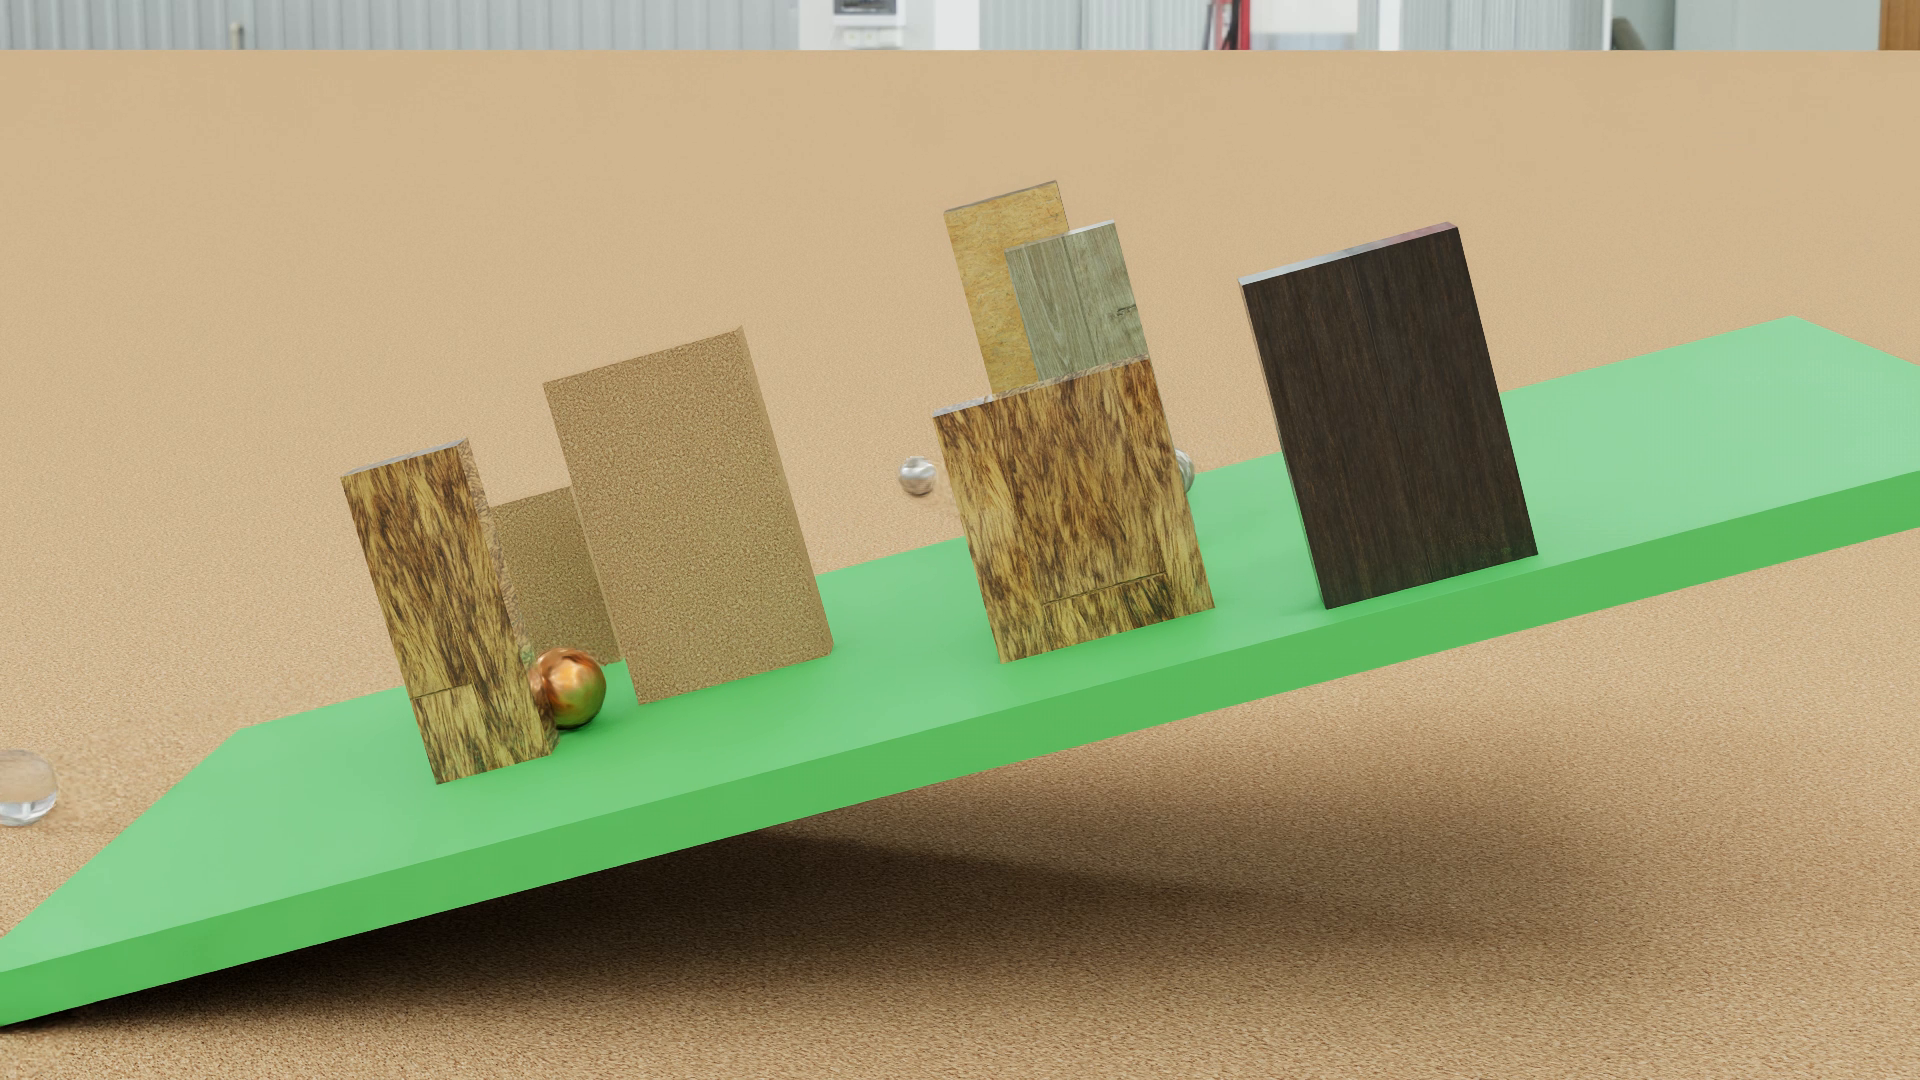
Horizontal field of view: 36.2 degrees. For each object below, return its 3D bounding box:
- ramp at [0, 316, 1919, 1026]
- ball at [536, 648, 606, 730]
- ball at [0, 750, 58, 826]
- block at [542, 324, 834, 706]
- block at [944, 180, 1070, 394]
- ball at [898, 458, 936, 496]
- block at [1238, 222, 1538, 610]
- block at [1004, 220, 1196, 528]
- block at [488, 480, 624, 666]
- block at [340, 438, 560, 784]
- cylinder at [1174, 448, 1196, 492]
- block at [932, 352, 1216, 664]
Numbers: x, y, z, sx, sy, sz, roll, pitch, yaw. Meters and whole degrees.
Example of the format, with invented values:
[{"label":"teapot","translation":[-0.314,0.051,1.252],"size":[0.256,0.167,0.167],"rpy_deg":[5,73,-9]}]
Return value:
[{"label":"ramp","translation":[0.082,0.190,6.328],"size":[4.000,0.100,2.000],"rpy_deg":[-15,9,4]},{"label":"ball","translation":[-0.841,0.316,6.250],"size":[0.177,0.177,0.177],"rpy_deg":[0,10,0]},{"label":"ball","translation":[-2.215,0.583,6.911],"size":[0.181,0.181,0.181],"rpy_deg":[0,10,0]},{"label":"block","translation":[-0.577,-0.052,6.299],"size":[0.427,0.721,0.119],"rpy_deg":[-15,9,4]},{"label":"block","translation":[0.200,-0.428,6.981],"size":[0.273,0.799,0.139],"rpy_deg":[-15,9,4]},{"label":"ball","translation":[-0.167,-0.249,11.648],"size":[0.150,0.150,0.150],"rpy_deg":[0,10,0]},{"label":"block","translation":[0.785,-0.229,5.411],"size":[0.399,0.619,0.140],"rpy_deg":[-15,9,4]},{"label":"block","translation":[0.313,-0.338,6.563],"size":[0.251,0.705,0.115],"rpy_deg":[-15,9,4]},{"label":"block","translation":[-0.999,0.110,6.935],"size":[0.312,0.431,0.104],"rpy_deg":[-15,9,4]},{"label":"block","translation":[-1.049,0.147,6.073],"size":[0.248,0.666,0.120],"rpy_deg":[-15,9,4]},{"label":"cylinder","translation":[0.479,-0.145,6.935],"size":[0.130,0.130,0.130],"rpy_deg":[3,14,14]},{"label":"block","translation":[0.222,-0.062,5.718],"size":[0.430,0.502,0.110],"rpy_deg":[-15,9,4]}]
